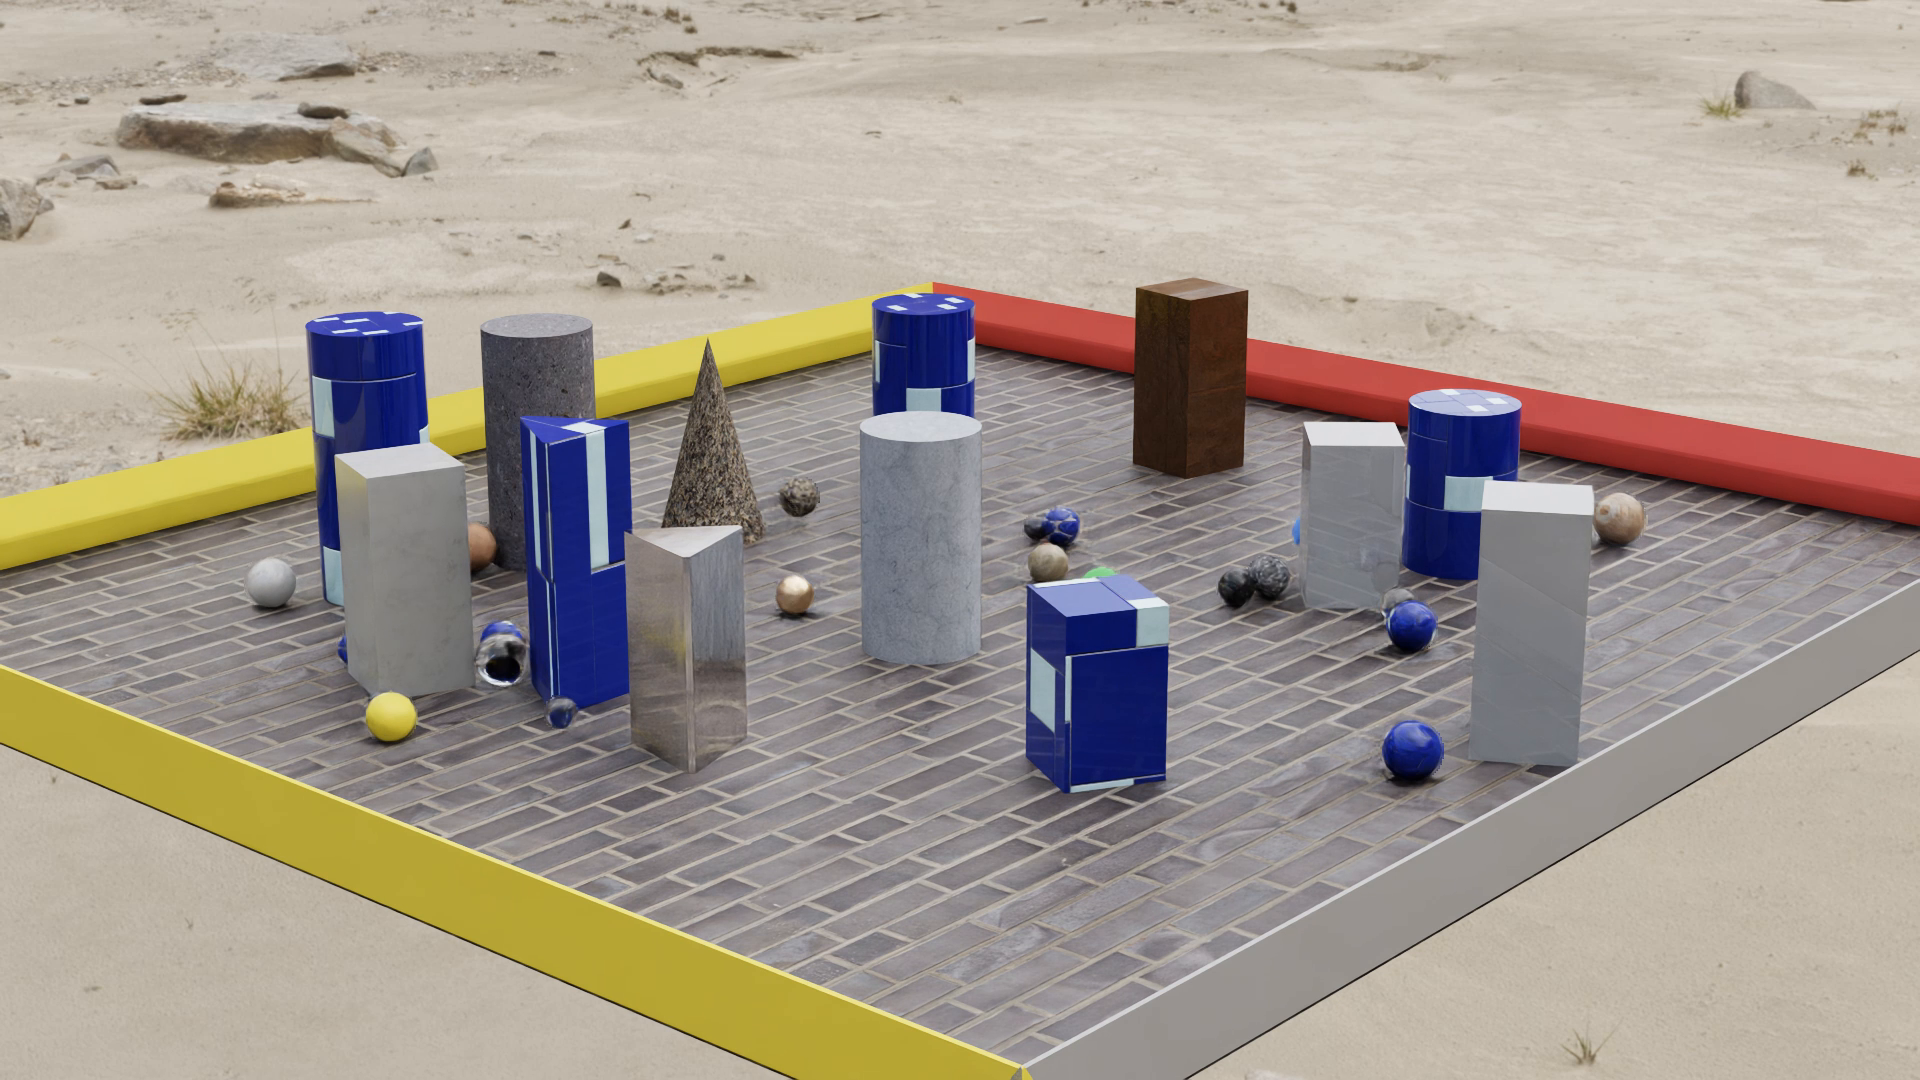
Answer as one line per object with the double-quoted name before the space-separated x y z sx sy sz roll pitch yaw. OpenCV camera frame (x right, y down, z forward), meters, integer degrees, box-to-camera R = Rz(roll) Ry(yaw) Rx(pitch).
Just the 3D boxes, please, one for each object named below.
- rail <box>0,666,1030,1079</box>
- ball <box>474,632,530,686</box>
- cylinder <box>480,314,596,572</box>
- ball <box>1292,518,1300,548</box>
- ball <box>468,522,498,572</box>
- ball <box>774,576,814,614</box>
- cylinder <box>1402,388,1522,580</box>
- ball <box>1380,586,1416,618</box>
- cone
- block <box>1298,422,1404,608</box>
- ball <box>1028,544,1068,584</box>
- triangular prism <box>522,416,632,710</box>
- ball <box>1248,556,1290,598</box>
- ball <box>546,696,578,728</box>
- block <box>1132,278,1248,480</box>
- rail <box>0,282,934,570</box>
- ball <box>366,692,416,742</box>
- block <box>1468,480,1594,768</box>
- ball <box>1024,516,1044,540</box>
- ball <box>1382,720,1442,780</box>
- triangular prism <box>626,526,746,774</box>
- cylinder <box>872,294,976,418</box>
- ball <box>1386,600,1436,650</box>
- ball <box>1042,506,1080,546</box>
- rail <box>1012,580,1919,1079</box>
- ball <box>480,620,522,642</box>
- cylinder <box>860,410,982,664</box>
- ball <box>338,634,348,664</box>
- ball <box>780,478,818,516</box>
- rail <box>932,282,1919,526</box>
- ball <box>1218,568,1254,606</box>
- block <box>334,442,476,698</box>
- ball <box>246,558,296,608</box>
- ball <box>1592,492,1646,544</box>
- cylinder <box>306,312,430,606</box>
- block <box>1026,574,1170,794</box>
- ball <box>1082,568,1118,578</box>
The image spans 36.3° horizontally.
"rail" -0.974 0.356 4.046 2.797 0.129 0.045 14 22 39
"ball" -0.730 0.190 4.675 0.087 0.087 0.087 0 17 0
"cylinder" -0.755 -0.176 5.292 0.199 0.432 0.199 0 17 0
"ball" 0.645 -0.014 5.376 0.072 0.072 0.072 0 17 0
"ball" -0.875 0.013 5.255 0.090 0.090 0.090 0 17 0
"ball" -0.284 0.094 5.027 0.067 0.067 0.067 0 17 0
"cylinder" 0.901 -0.102 5.271 0.199 0.301 0.199 0 17 0
"ball" 0.745 0.109 4.984 0.063 0.063 0.063 0 17 0
"cone" -0.463 -0.194 5.443 0.199 0.378 0.199 0 17 0
"block" 0.678 -0.044 5.098 0.159 0.290 0.159 1 17 2
"ball" 0.157 0.042 5.190 0.072 0.072 0.072 0 17 0
"triangular prism" -0.626 0.031 4.589 0.149 0.439 0.172 14 22 38
"ball" 0.539 0.064 5.118 0.072 0.072 0.072 0 17 0
"ball" -0.610 0.264 4.493 0.049 0.049 0.049 0 17 0
"block" 0.464 -0.328 5.911 0.159 0.364 0.159 -13 21 -37
"rail" -1.038 -0.228 5.983 0.045 0.129 3.019 14 22 39
"ball" -0.862 0.267 4.438 0.075 0.075 0.075 0 17 0
"block" 0.851 0.123 4.371 0.159 0.389 0.159 3 17 11
"ball" 0.141 -0.023 5.453 0.044 0.044 0.044 0 17 0
"ball" 0.660 0.307 4.285 0.086 0.086 0.086 0 17 0
"triangular prism" -0.385 0.152 4.371 0.149 0.334 0.172 -12 21 -35
"cylinder" -0.070 -0.268 5.675 0.199 0.386 0.199 0 17 0
"ball" 0.746 0.141 4.842 0.082 0.082 0.082 0 17 0
"ball" 0.186 -0.026 5.416 0.072 0.072 0.072 0 17 0
"rail" 1.038 0.292 4.257 0.045 0.129 3.019 14 22 39
"ball" -0.748 0.166 4.783 0.069 0.069 0.069 0 17 0
"cylinder" -0.064 -0.005 4.820 0.199 0.376 0.199 0 17 0
"ball" -0.983 0.177 4.767 0.057 0.057 0.057 0 17 0
"ball" -0.305 -0.080 5.527 0.072 0.072 0.072 0 17 0
"rail" 0.974 -0.291 6.194 2.797 0.129 0.045 14 22 39
"ball" 0.478 0.081 5.075 0.064 0.064 0.064 0 17 0
"block" -0.881 0.049 4.659 0.159 0.365 0.159 -9 19 -28
"ball" -1.190 0.074 5.064 0.084 0.084 0.084 0 17 0
"ball" 1.217 -0.039 5.418 0.096 0.096 0.096 0 17 0
"cylinder" -1.018 -0.139 5.083 0.199 0.481 0.199 0 17 0
"block" 0.199 0.209 4.296 0.159 0.269 0.159 -6 18 -19
"ball" 0.243 0.086 5.034 0.078 0.078 0.078 0 17 0
